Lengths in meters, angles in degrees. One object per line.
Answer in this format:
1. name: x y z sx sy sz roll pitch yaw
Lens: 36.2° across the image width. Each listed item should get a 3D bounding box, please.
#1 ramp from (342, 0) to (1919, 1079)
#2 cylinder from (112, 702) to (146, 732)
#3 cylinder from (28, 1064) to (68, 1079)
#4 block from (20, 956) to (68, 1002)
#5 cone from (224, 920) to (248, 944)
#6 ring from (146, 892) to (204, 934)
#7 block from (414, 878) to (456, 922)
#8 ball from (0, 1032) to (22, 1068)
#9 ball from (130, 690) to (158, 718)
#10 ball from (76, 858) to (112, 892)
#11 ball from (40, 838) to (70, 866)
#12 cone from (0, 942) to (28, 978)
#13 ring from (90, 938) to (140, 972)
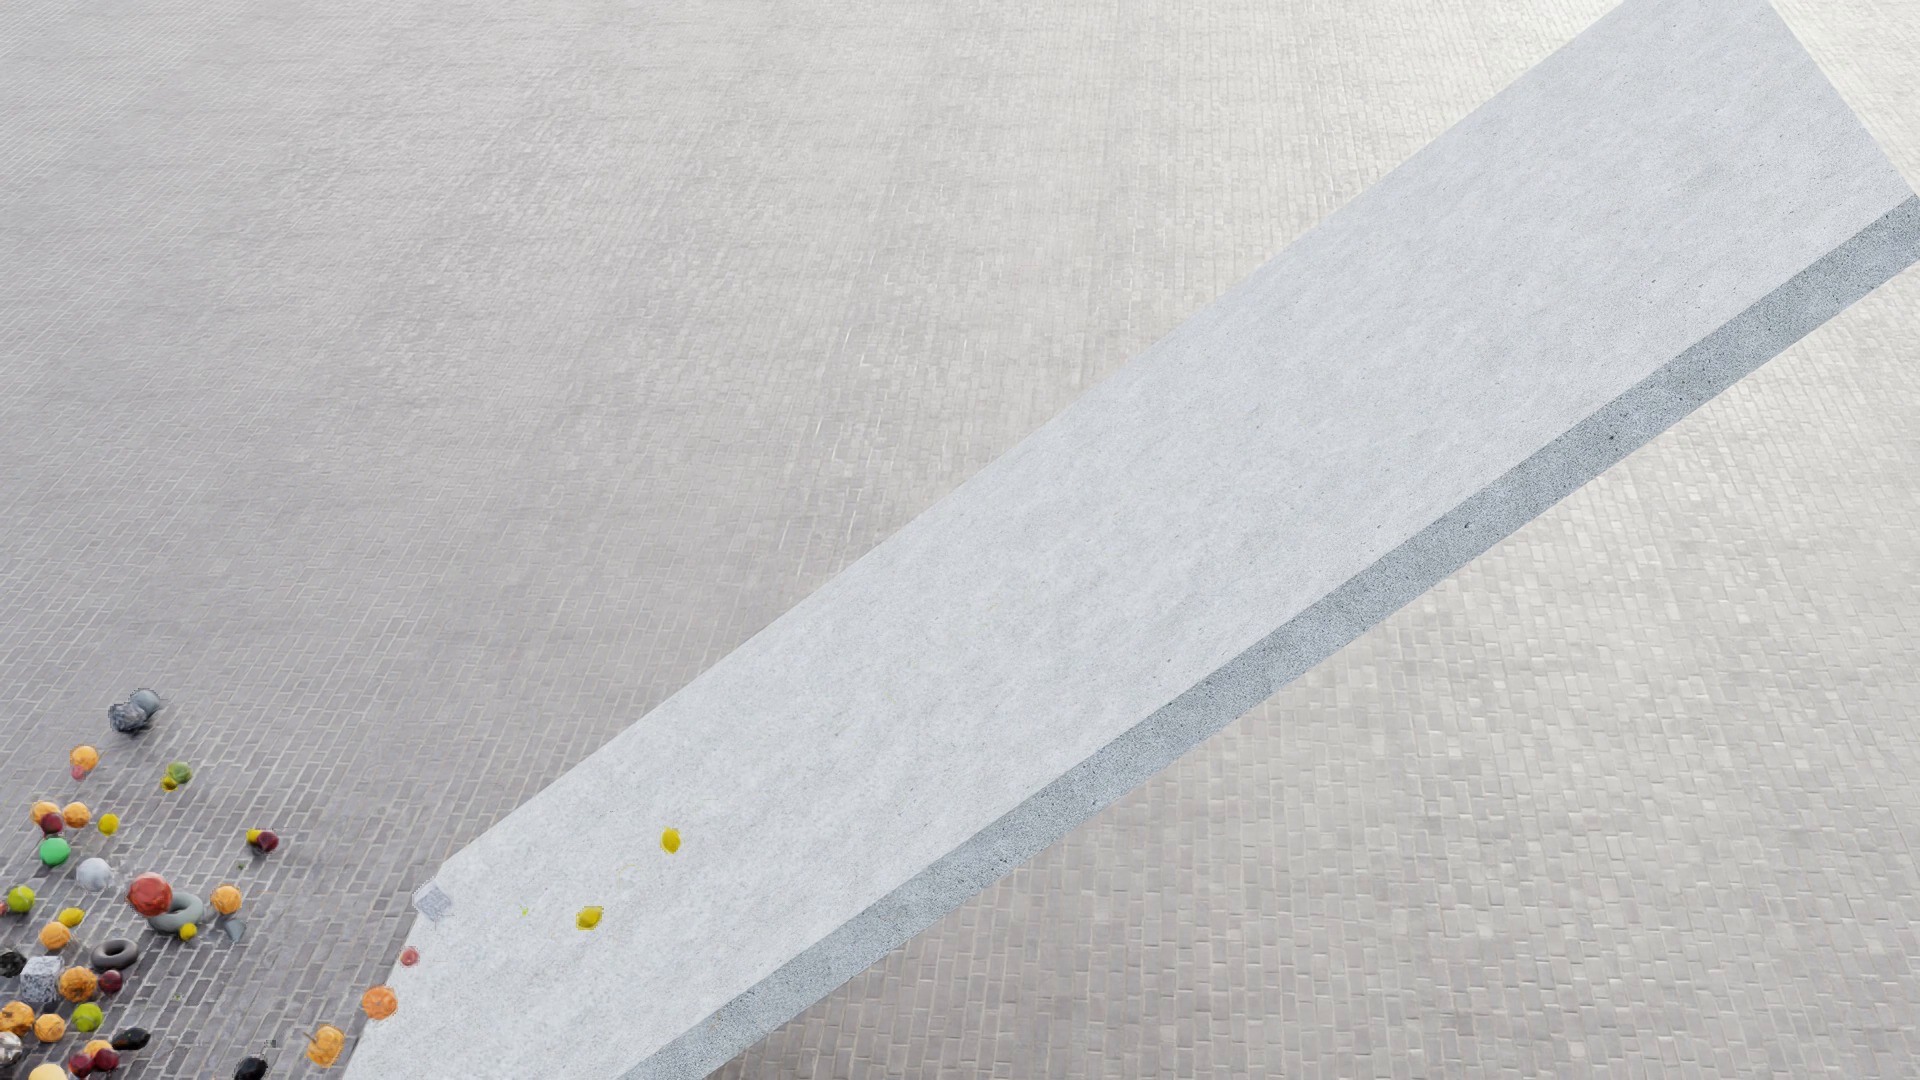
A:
1. ramp: 0.121 0.185 6.340 4.000 0.100 2.000 -36 16 18
2. cylinder: -2.461 0.525 8.707 0.075 0.075 0.075 -13 27 -37
3. cylinder: -2.148 1.297 6.946 0.087 0.087 0.087 -13 27 -27
4. block: -2.302 1.105 7.390 0.083 0.083 0.083 0 24 1
5. cone: -1.878 1.026 7.628 0.059 0.059 0.059 -6 44 -12
6. ring: -2.059 0.977 7.718 0.147 0.049 0.147 0 29 0
7. block: -1.334 0.916 7.466 0.070 0.070 0.070 -42 16 -3
8. ball: -2.308 1.230 7.101 0.086 0.086 0.086 0 24 0
9. ball: -2.437 0.491 8.791 0.082 0.082 0.082 0 24 0
10. ball: -2.230 0.862 7.574 0.087 0.087 0.087 0 24 0
11. ball: -2.458 0.846 7.986 0.078 0.078 0.078 0 24 0
12. cone: -2.418 1.052 7.483 0.084 0.084 0.084 -7 37 -16
13. ring: -2.165 1.063 7.538 0.122 0.041 0.122 -3 25 2
